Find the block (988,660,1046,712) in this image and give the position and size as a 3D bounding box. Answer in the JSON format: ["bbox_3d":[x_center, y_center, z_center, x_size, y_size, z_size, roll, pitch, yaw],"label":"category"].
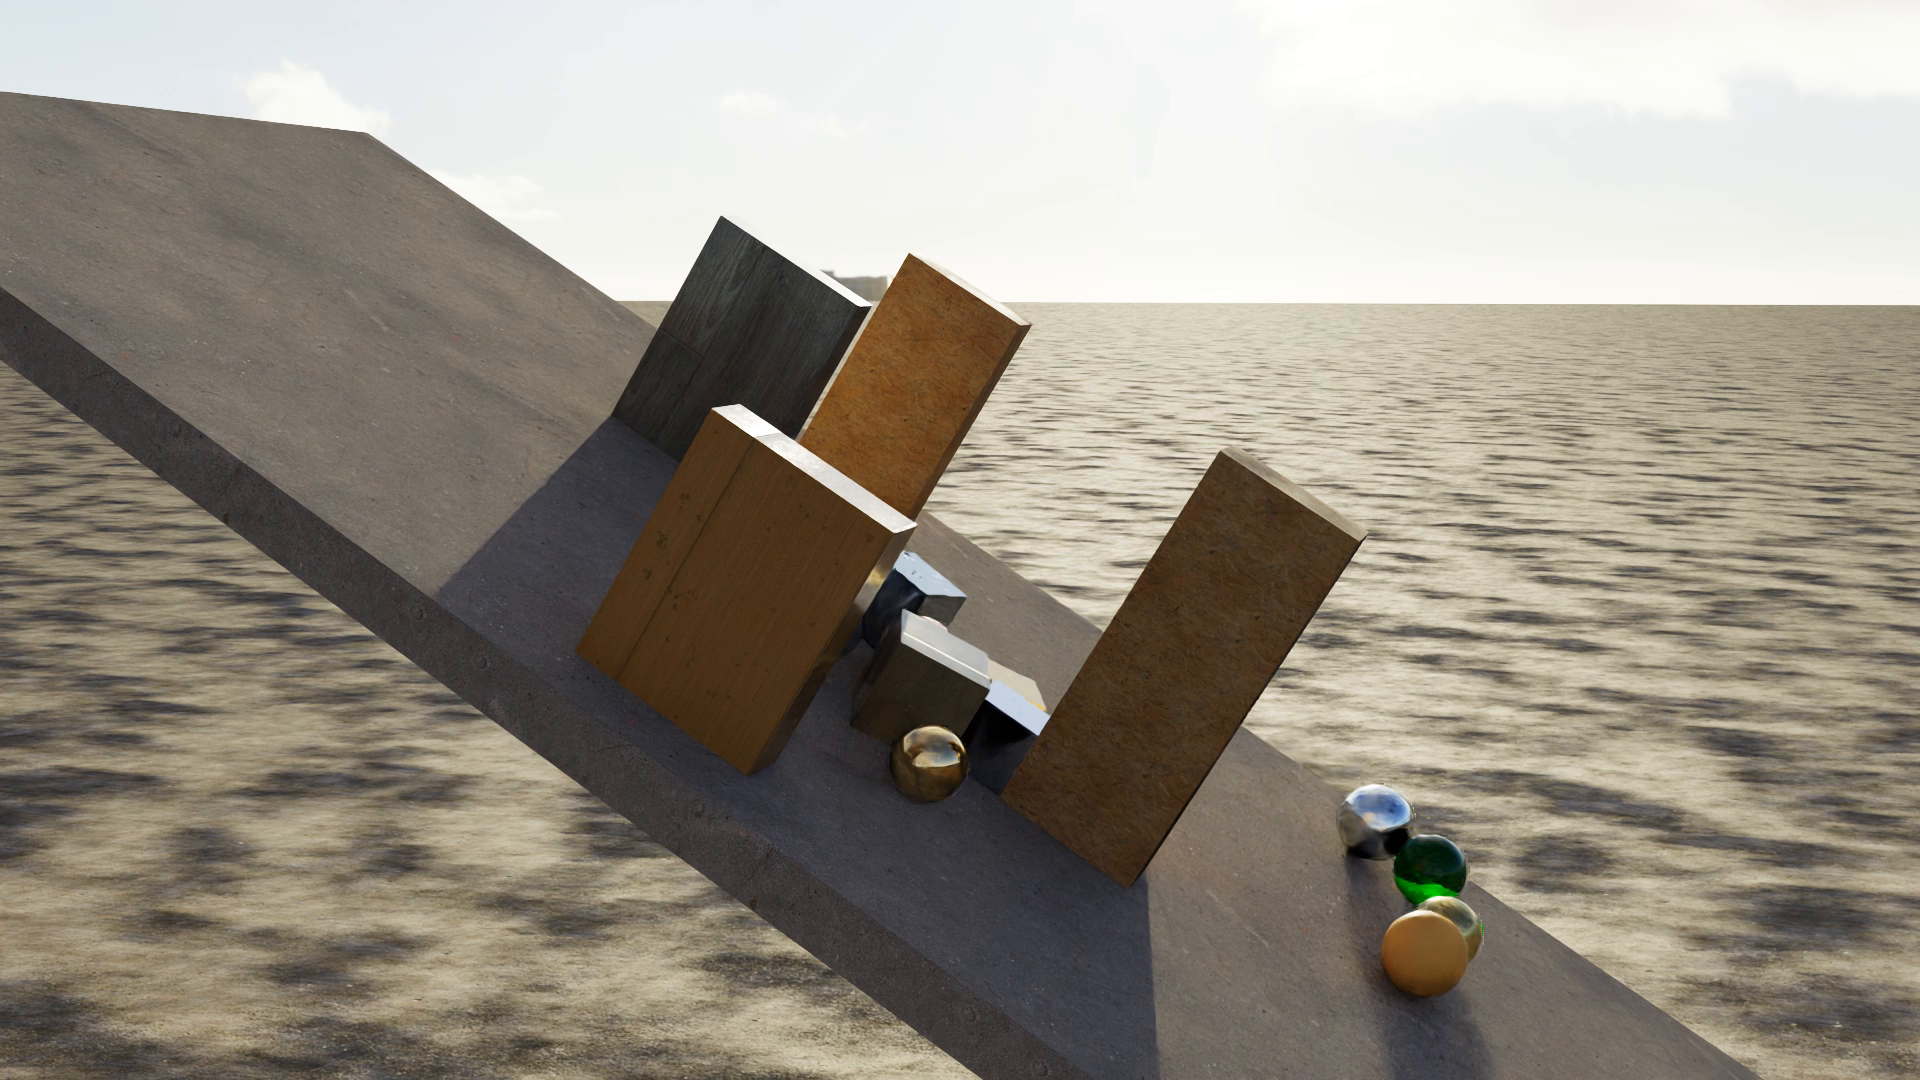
[{"bbox_3d":[0.070,0.303,3.976,0.113,0.113,0.113,26,16,-18],"label":"block"}]

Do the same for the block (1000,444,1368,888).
[{"bbox_3d":[0.372,0.213,3.695,0.267,0.708,0.137,34,15,11],"label":"block"}]

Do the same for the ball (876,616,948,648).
[{"bbox_3d":[-0.078,0.207,3.934,0.145,0.145,0.145,0,7,0],"label":"ball"}]

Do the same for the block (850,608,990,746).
[{"bbox_3d":[-0.068,0.254,3.750,0.171,0.171,0.171,29,15,-10],"label":"block"}]

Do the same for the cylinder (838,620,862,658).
[{"bbox_3d":[-0.237,0.136,3.904,0.118,0.118,0.118,-1,21,-7],"label":"cylinder"}]

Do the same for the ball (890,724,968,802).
[{"bbox_3d":[-0.051,0.358,3.534,0.126,0.126,0.126,0,7,0],"label":"ball"}]

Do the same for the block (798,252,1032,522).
[{"bbox_3d":[-0.112,-0.316,4.784,0.292,0.541,0.097,34,15,11],"label":"block"}]

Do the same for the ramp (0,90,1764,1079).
[{"bbox_3d":[-0.154,0.254,4.113,4.000,0.100,2.000,34,15,11],"label":"ramp"}]

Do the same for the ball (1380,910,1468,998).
[{"bbox_3d":[0.838,0.747,3.969,0.155,0.155,0.155,0,7,0],"label":"ball"}]

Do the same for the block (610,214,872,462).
[{"bbox_3d":[-0.441,-0.360,4.414,0.339,0.471,0.081,34,15,11],"label":"block"}]

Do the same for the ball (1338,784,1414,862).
[{"bbox_3d":[0.857,0.584,4.537,0.156,0.156,0.156,0,7,0],"label":"ball"}]

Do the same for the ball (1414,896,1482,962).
[{"bbox_3d":[0.917,0.745,4.166,0.139,0.139,0.139,0,7,0],"label":"ball"}]

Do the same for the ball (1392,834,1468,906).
[{"bbox_3d":[0.952,0.671,4.456,0.149,0.149,0.149,0,7,0],"label":"ball"}]

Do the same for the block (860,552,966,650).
[{"bbox_3d":[-0.112,0.123,4.135,0.147,0.147,0.147,39,16,26],"label":"block"}]

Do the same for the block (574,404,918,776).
[{"bbox_3d":[-0.324,0.074,3.303,0.333,0.439,0.107,34,15,11],"label":"block"}]

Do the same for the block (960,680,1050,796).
[{"bbox_3d":[0.067,0.342,3.812,0.129,0.129,0.129,34,15,11],"label":"block"}]
